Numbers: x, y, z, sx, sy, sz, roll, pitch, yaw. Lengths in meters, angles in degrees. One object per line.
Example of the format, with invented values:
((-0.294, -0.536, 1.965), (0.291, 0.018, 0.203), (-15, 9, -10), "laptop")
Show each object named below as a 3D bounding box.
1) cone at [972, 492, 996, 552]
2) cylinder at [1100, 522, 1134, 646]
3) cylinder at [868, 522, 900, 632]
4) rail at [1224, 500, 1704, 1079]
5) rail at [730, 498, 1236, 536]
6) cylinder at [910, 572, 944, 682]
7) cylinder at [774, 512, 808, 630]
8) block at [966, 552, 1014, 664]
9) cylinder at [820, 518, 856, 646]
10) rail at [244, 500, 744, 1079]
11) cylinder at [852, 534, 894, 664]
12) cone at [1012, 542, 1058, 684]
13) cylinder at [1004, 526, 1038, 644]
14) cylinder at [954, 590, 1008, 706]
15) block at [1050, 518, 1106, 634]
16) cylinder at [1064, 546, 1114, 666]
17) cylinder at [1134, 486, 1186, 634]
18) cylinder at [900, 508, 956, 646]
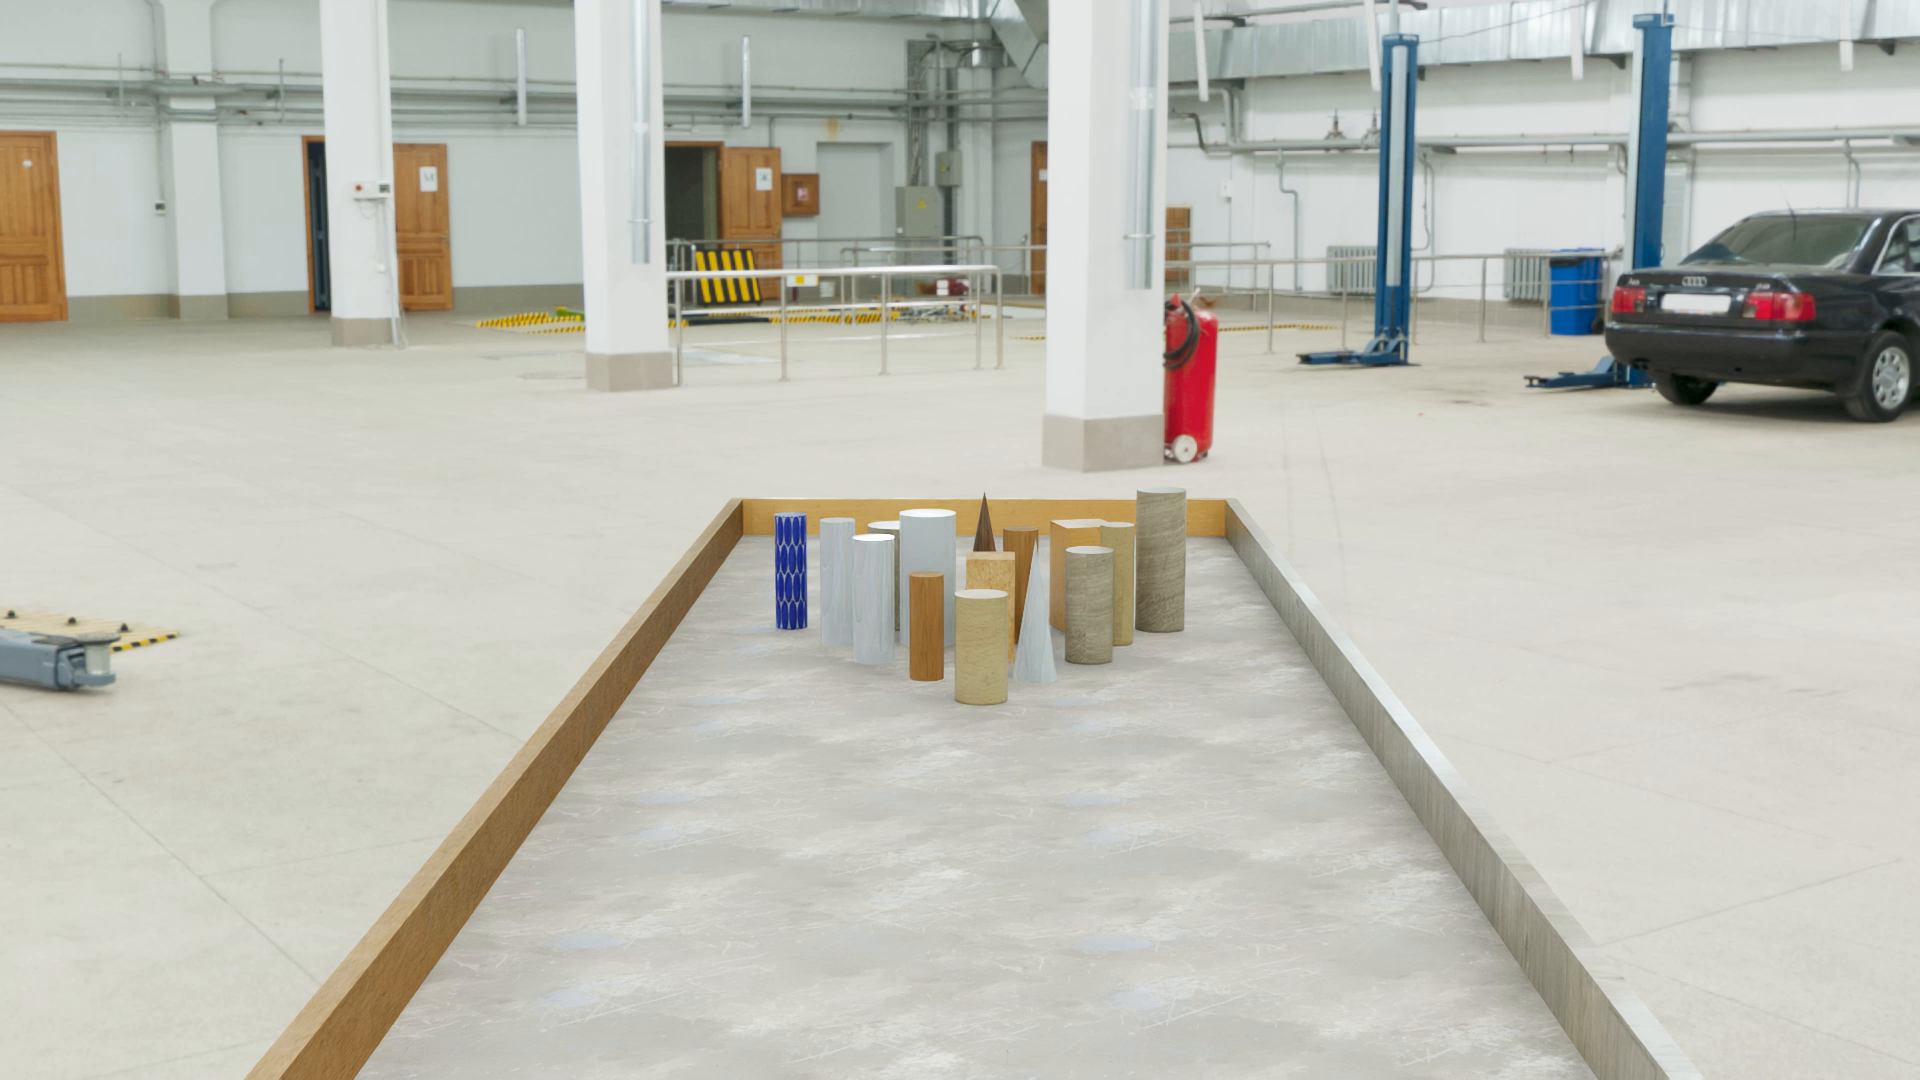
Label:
((0.080, 0.058, 7.208), (0.173, 0.449, 0.173), (0, 9, 0), "cone")
((0.494, 0.139, 6.925), (0.108, 0.379, 0.108), (0, 9, 0), "cylinder")
((-0.215, 0.117, 7.200), (0.173, 0.336, 0.173), (0, 9, 0), "cylinder")
((1.046, 0.843, 3.208), (0.050, 0.150, 12.000), (0, 9, 1), "rail")
((0.099, -0.098, 9.147), (2.100, 0.150, 0.050), (0, 9, 1), "rail")
((-0.098, 0.252, 6.433), (0.101, 0.309, 0.101), (0, 9, 0), "cylinder")
((-0.552, 0.100, 7.190), (0.105, 0.372, 0.105), (0, 9, 0), "cylinder")
((0.093, 0.205, 6.702), (0.146, 0.318, 0.146), (0, 9, 1), "block")
((-0.385, 0.131, 6.928), (0.111, 0.392, 0.111), (0, 9, 0), "cylinder")
((-1.004, 0.839, 3.234), (0.050, 0.150, 12.000), (0, 9, 1), "rail")
((-0.262, 0.179, 6.669), (0.126, 0.380, 0.126), (0, 9, 0), "cylinder")
((0.219, 0.201, 6.411), (0.132, 0.417, 0.132), (0, 9, 0), "cone")
((0.192, 0.142, 6.960), (0.112, 0.361, 0.112), (0, 9, 0), "cylinder")
((0.060, 0.299, 6.155), (0.149, 0.302, 0.149), (0, 9, 0), "cylinder")
((0.401, 0.117, 7.169), (0.172, 0.346, 0.172), (-3, 9, -16), "block")
((0.392, 0.198, 6.675), (0.146, 0.340, 0.146), (0, 9, 0), "cylinder")
((0.652, 0.063, 7.153), (0.162, 0.457, 0.162), (0, 9, 0), "cylinder")
((-0.101, 0.119, 6.936), (0.179, 0.414, 0.179), (0, 9, 0), "cylinder")
